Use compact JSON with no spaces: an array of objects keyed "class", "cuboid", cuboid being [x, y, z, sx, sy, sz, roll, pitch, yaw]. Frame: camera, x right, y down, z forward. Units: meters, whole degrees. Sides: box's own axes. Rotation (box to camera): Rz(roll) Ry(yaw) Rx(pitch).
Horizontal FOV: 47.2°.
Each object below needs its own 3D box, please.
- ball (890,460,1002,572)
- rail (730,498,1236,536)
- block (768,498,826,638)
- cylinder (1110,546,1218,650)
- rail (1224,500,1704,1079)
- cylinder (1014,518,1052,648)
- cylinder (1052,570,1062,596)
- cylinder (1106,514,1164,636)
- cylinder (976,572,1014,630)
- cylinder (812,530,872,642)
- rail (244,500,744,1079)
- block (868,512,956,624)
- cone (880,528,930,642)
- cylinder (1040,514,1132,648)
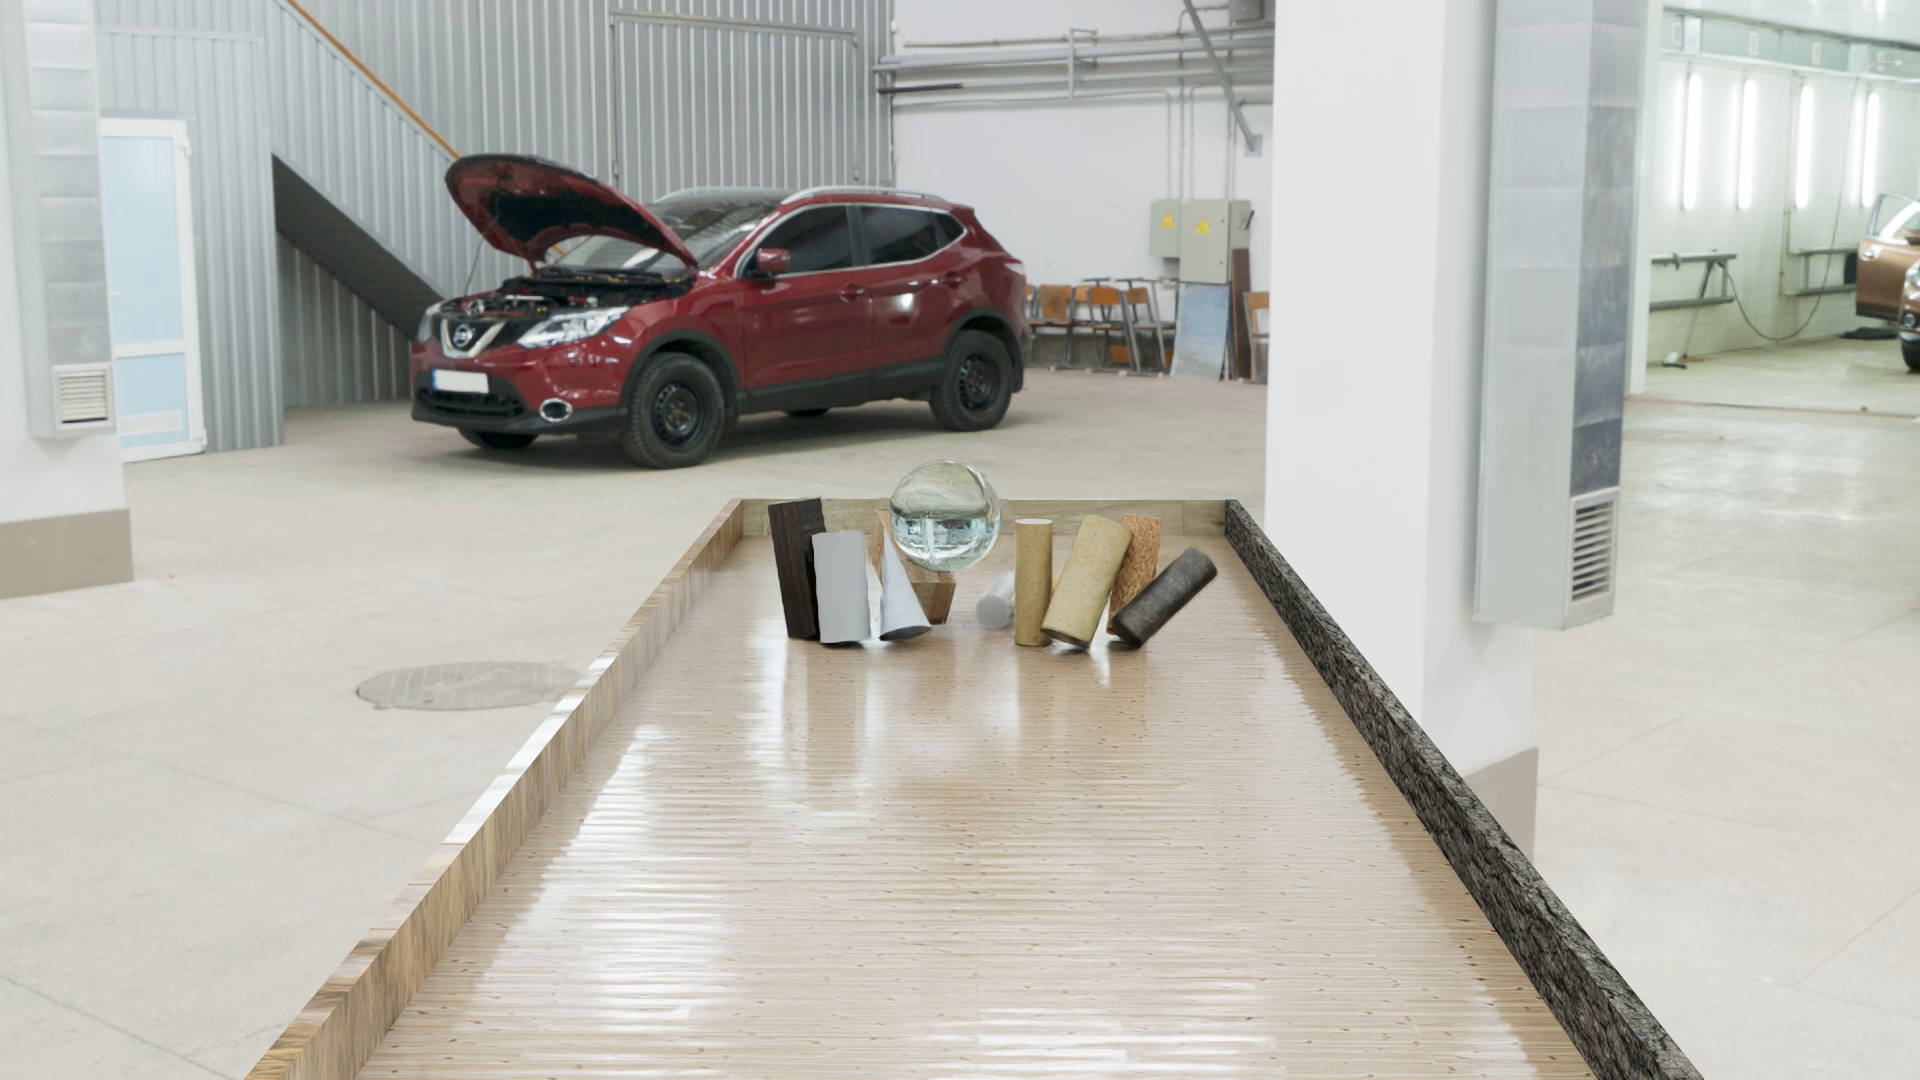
[{"class":"ball","cuboid":[-0.046,-0.078,7.107,0.366,0.366,0.366,0,9,0]},{"class":"rail","cuboid":[0.099,-0.098,9.147,2.100,0.150,0.050,0,9,1]},{"class":"block","cuboid":[-0.498,0.089,7.031,0.121,0.428,0.121,-7,2,38]},{"class":"cylinder","cuboid":[0.638,0.181,6.881,0.350,0.128,0.128,-41,24,-16]},{"class":"rail","cuboid":[1.046,0.843,3.208,0.050,0.150,12.000,0,9,1]},{"class":"cylinder","cuboid":[0.231,0.135,6.912,0.118,0.391,0.118,0,9,0]},{"class":"cylinder","cuboid":[0.296,0.184,7.487,0.113,0.113,0.322,1,9,7]},{"class":"cylinder","cuboid":[0.554,0.118,6.988,0.130,0.381,0.130,8,0,0]},{"class":"cylinder","cuboid":[0.141,0.200,7.342,0.114,0.114,0.381,2,11,11]},{"class":"cylinder","cuboid":[-0.371,0.146,6.922,0.162,0.341,0.162,-5,-1,0]},{"class":"rail","cuboid":[-1.004,0.839,3.234,0.050,0.150,12.000,0,9,1]},{"class":"block","cuboid":[-0.163,0.091,7.305,0.166,0.166,0.424,2,32,-20]},{"class":"cone","cuboid":[-0.207,0.127,6.963,0.167,0.353,0.167,-11,-15,-3]},{"class":"cylinder","cuboid":[0.396,0.130,6.864,0.163,0.385,0.163,21,-11,4]}]
